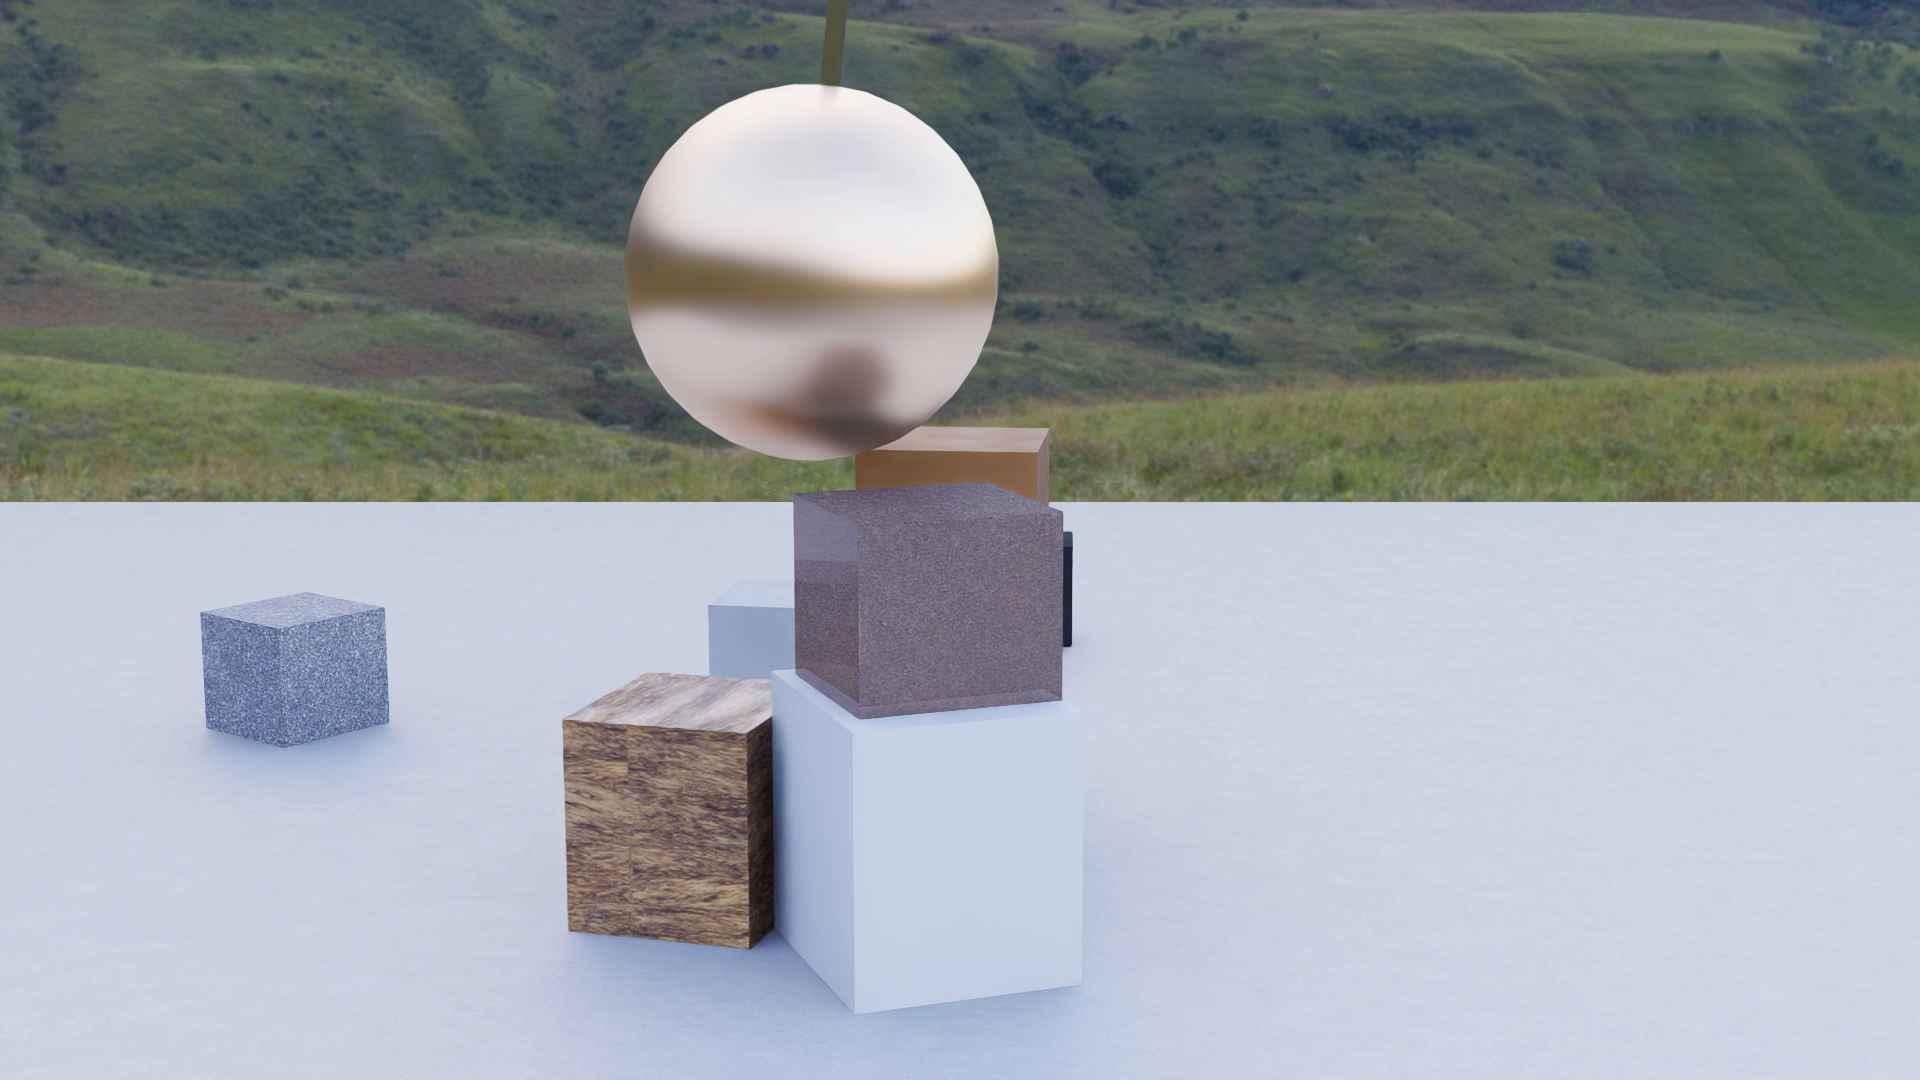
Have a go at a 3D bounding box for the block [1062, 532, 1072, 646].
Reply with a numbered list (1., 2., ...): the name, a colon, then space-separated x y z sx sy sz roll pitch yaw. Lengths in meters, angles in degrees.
1. block: 0.390 0.301 16.151 0.634 0.630 0.545 0 10 2

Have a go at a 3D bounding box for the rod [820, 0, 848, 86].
1. rod: -0.274 -4.467 10.368 0.080 5.200 0.080 6 10 -1

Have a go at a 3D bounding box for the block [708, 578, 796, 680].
1. block: -0.972 0.611 14.425 0.701 0.636 0.765 2 10 9

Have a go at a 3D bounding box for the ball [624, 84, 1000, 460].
1. ball: -0.633 -1.140 10.973 1.600 1.600 1.600 0 10 0

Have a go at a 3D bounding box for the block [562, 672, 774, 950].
1. block: -1.115 1.122 10.863 0.803 0.905 0.885 3 11 16

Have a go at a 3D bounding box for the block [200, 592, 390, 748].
1. block: -3.612 0.694 13.946 0.681 0.644 0.700 8 13 38

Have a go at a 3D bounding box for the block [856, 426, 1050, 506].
1. block: -0.023 -0.033 12.349 0.847 0.920 0.828 1 10 6

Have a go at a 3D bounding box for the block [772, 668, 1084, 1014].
1. block: -0.148 1.136 10.256 0.932 1.096 1.074 -4 11 -20

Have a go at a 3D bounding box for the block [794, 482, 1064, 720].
1. block: -0.135 0.219 10.147 0.837 0.746 0.795 -4 11 -21
